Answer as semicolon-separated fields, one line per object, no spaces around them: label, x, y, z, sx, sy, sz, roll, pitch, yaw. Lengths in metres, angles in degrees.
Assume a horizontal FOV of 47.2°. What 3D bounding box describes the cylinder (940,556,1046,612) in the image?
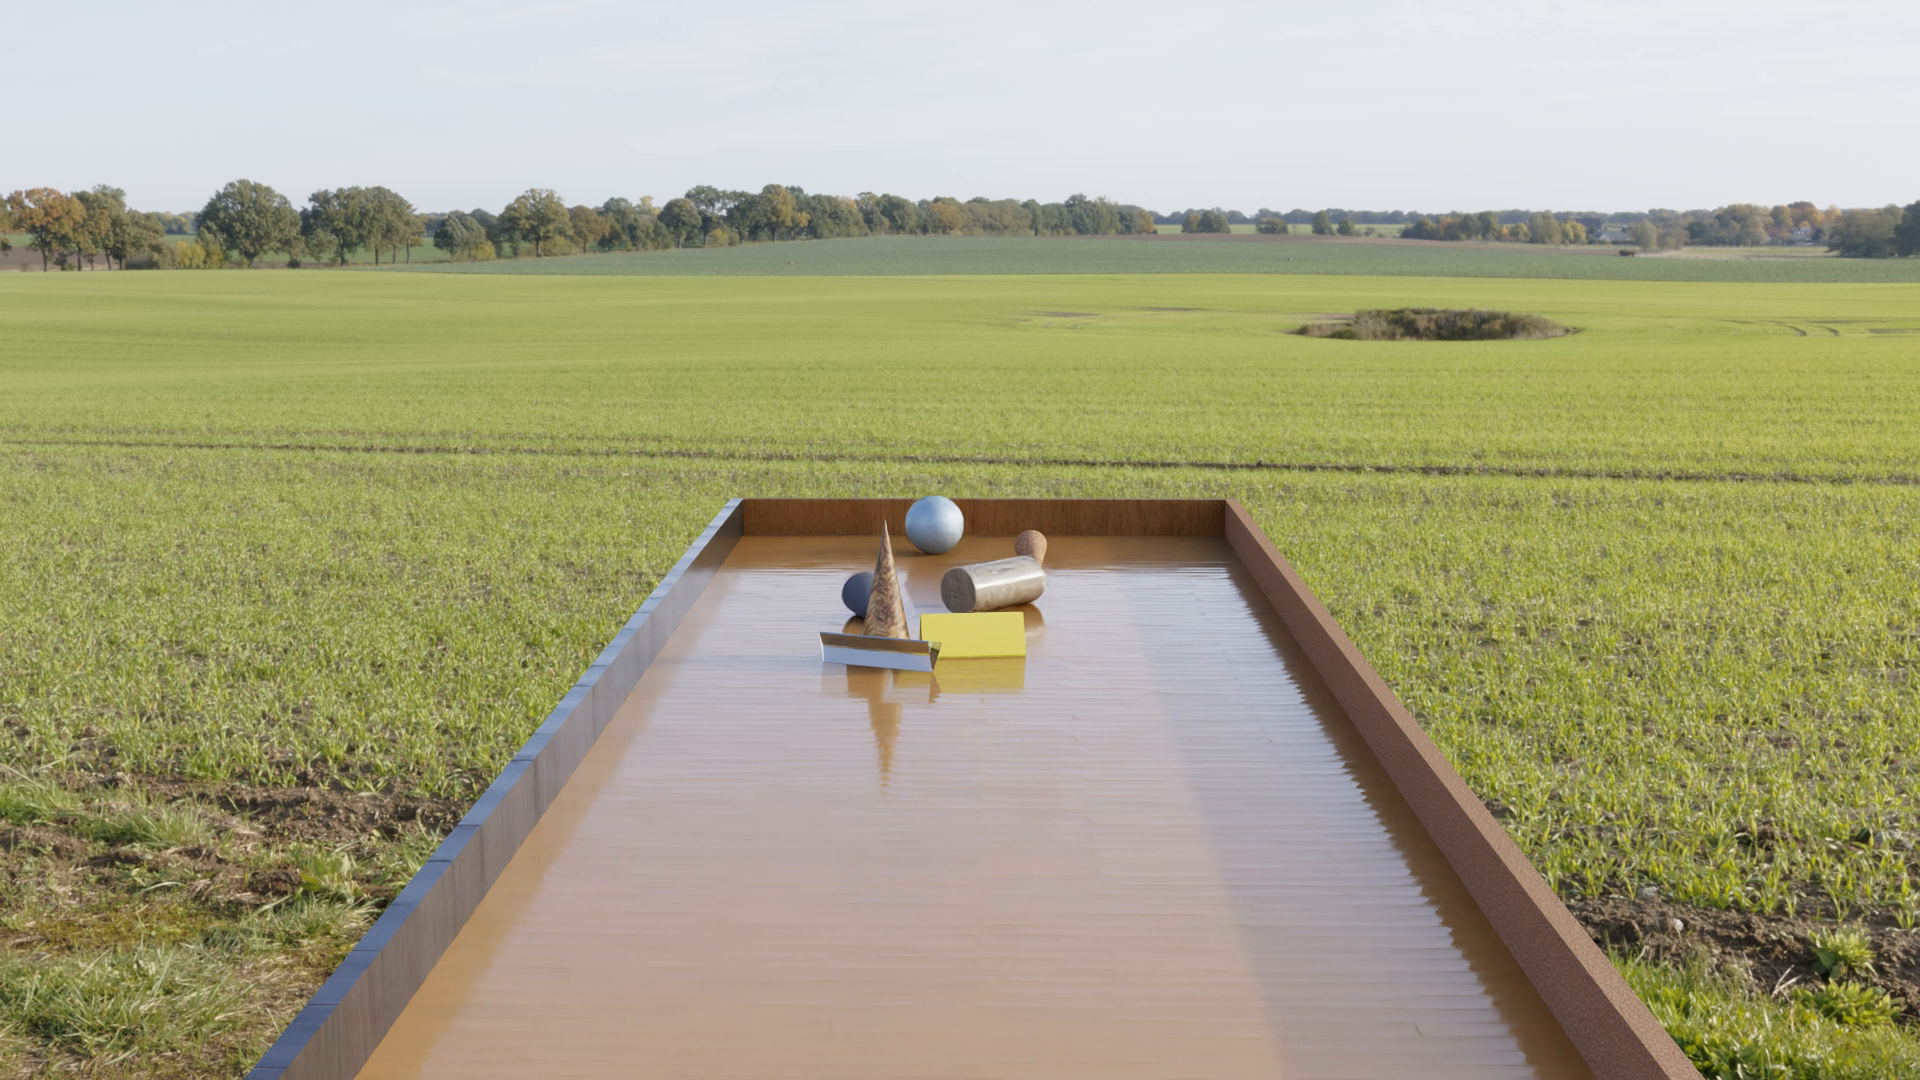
cylinder;0.115;0.155;7.509;0.163;0.163;0.350;8;12;43

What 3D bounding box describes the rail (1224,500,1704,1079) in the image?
rail;1.046;0.843;3.208;0.050;0.150;12.000;0;9;1

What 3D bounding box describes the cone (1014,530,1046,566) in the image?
cone;0.283;0.075;8.339;0.126;0.126;0.305;-1;21;-4

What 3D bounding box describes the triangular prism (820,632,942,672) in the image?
triangular prism;-0.247;0.314;6.596;0.361;0.102;0.088;4;-33;23

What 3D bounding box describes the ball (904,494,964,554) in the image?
ball;-0.101;-0.062;8.657;0.232;0.232;0.232;0;9;0

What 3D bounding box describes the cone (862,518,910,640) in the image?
cone;-0.228;0.146;6.715;0.172;0.430;0.172;0;9;0

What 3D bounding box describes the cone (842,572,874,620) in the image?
cone;-0.288;0.236;7.284;0.151;0.151;0.307;-2;23;-14

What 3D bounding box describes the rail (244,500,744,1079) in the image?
rail;-1.004;0.839;3.234;0.050;0.150;12.000;0;9;1

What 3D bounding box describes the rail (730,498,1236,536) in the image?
rail;0.099;-0.098;9.147;2.100;0.150;0.050;0;9;1

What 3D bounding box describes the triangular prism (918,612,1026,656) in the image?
triangular prism;0.038;0.285;6.796;0.317;0.123;0.142;2;4;-8
